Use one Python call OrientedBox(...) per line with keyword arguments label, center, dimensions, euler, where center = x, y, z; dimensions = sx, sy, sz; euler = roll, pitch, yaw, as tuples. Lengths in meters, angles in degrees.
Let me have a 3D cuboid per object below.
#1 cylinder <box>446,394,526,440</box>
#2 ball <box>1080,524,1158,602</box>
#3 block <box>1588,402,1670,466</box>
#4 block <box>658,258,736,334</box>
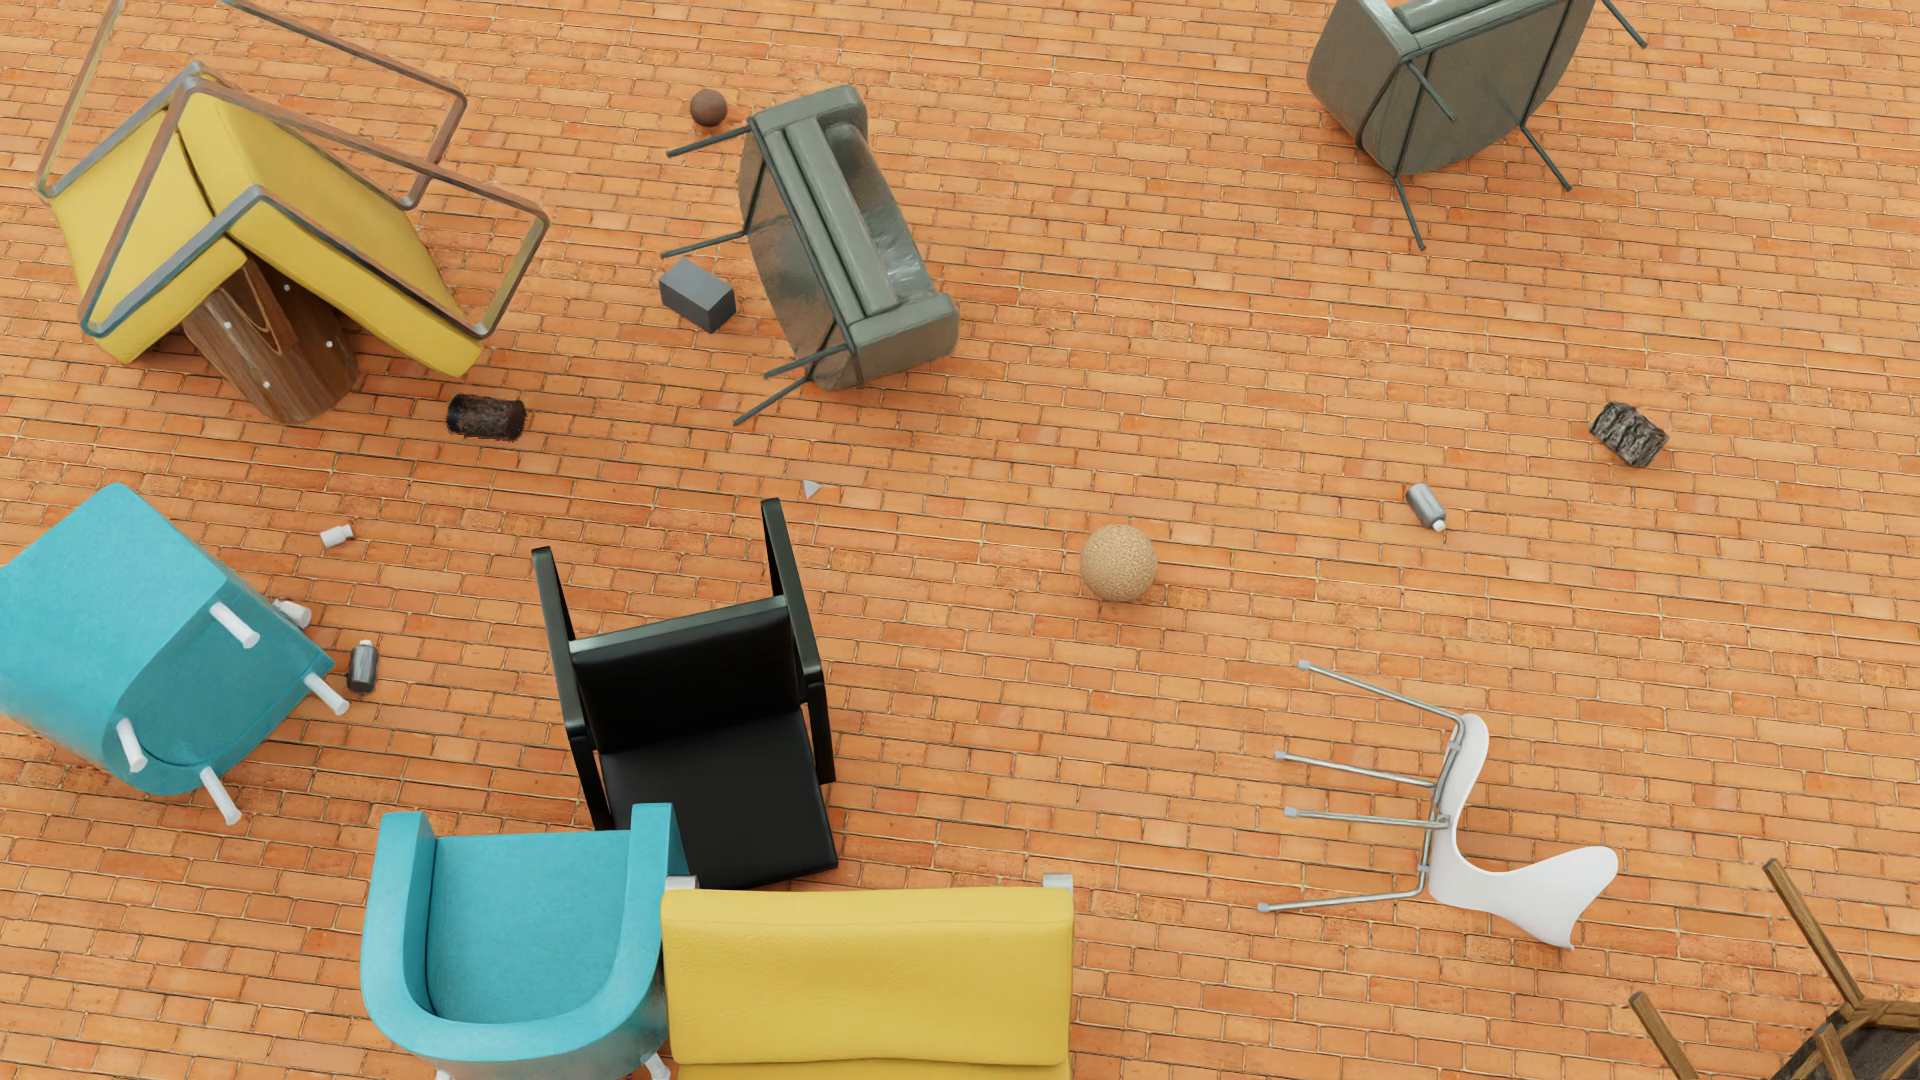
OrientedBox(label="cylinder", center=(-1.451, -0.378, 6.739), dimensions=(0.188, 0.116, 0.179), euler=(8, 15, 5))
OrientedBox(label="ball", center=(0.460, 0.066, 6.392), dimensions=(0.228, 0.228, 0.228), euler=(0, 56, 0))
OrientedBox(label="block", center=(2.032, -0.324, 6.676), dimensions=(0.174, 0.110, 0.163), euler=(44, 23, 25))
OrientedBox(label="block", center=(-0.839, -0.781, 7.027), dimensions=(0.211, 0.118, 0.121), euler=(33, 62, 20))
